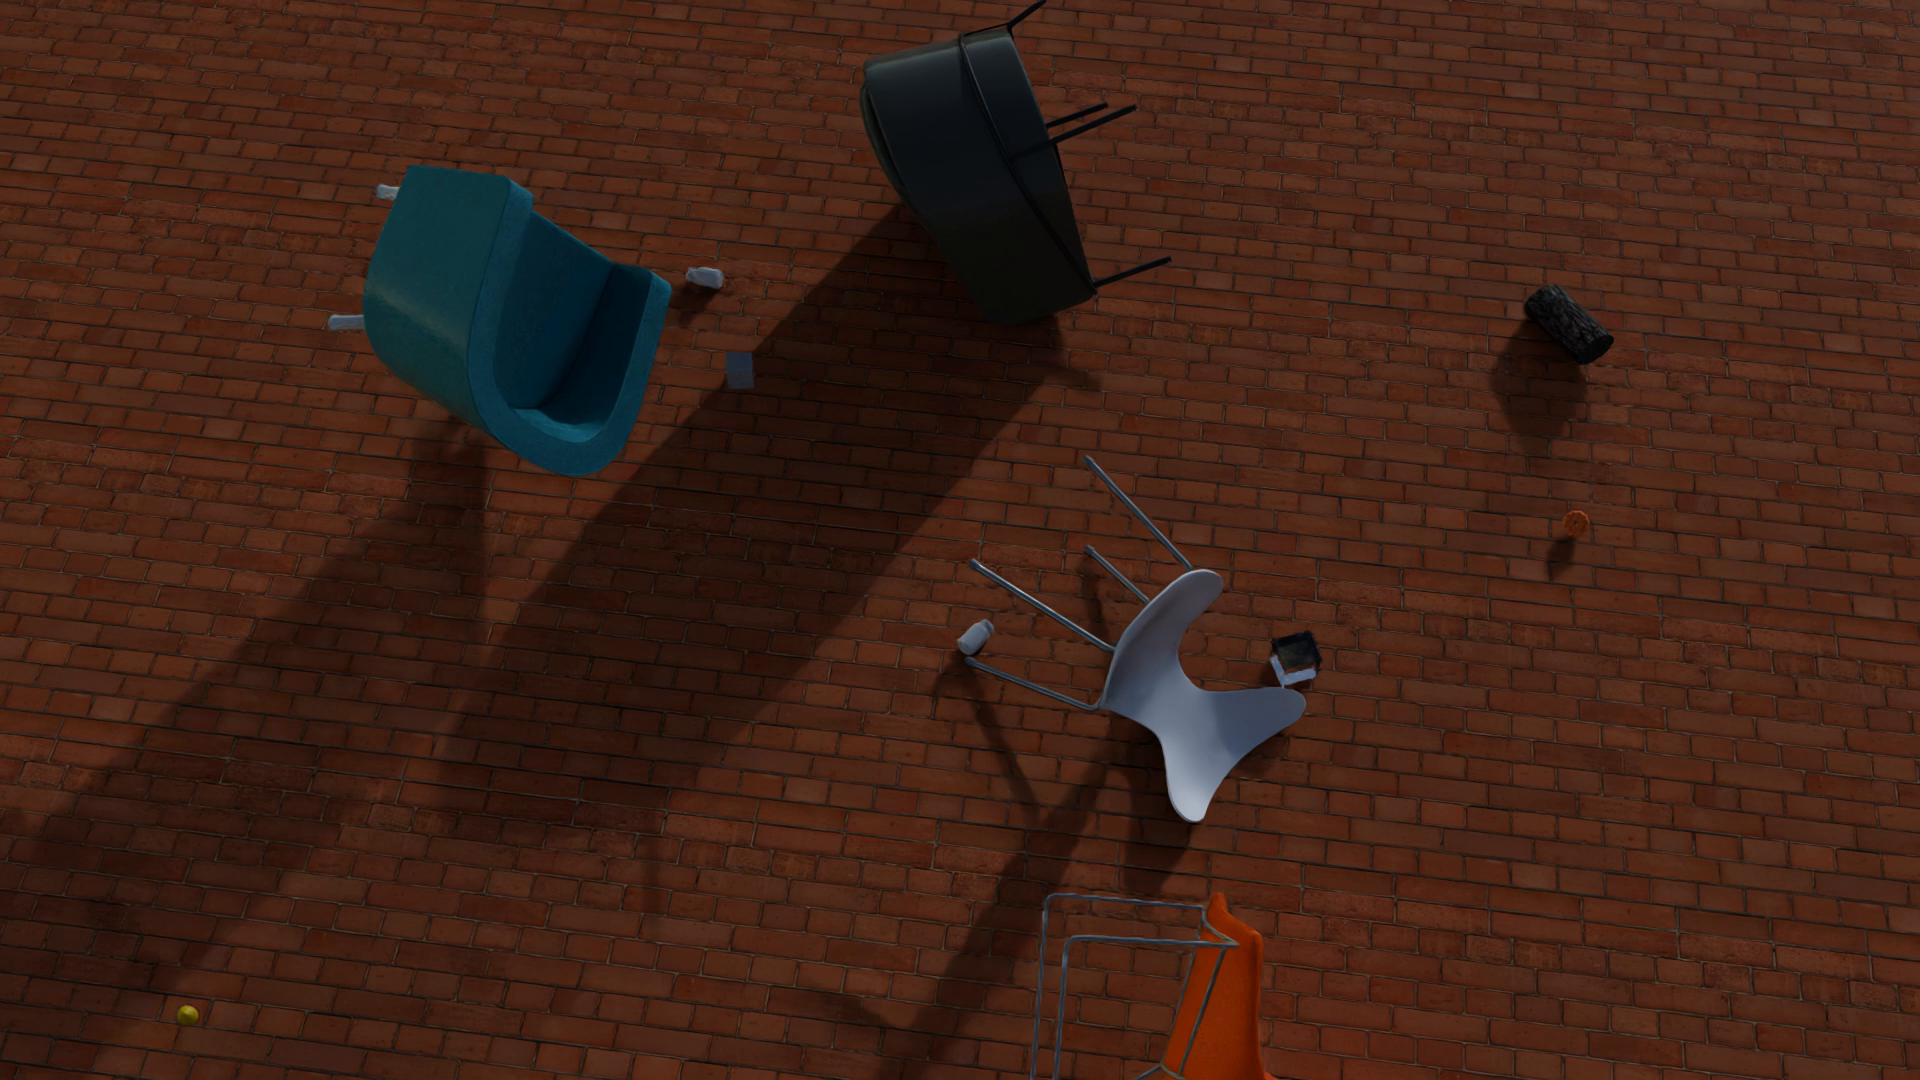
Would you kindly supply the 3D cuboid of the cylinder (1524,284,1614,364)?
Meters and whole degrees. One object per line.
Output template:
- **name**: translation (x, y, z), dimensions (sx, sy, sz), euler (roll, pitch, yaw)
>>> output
- **cylinder**: translation (1.923, -0.682, 6.952), dimensions (0.144, 0.111, 0.261), euler (-25, 55, -16)

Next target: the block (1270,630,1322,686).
- **block**: translation (0.959, 0.339, 6.288), dimensions (0.110, 0.097, 0.101), euler (-14, 57, -9)

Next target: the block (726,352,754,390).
- **block**: translation (-0.687, -0.530, 6.878), dimensions (0.080, 0.085, 0.076), euler (-3, 56, -2)
